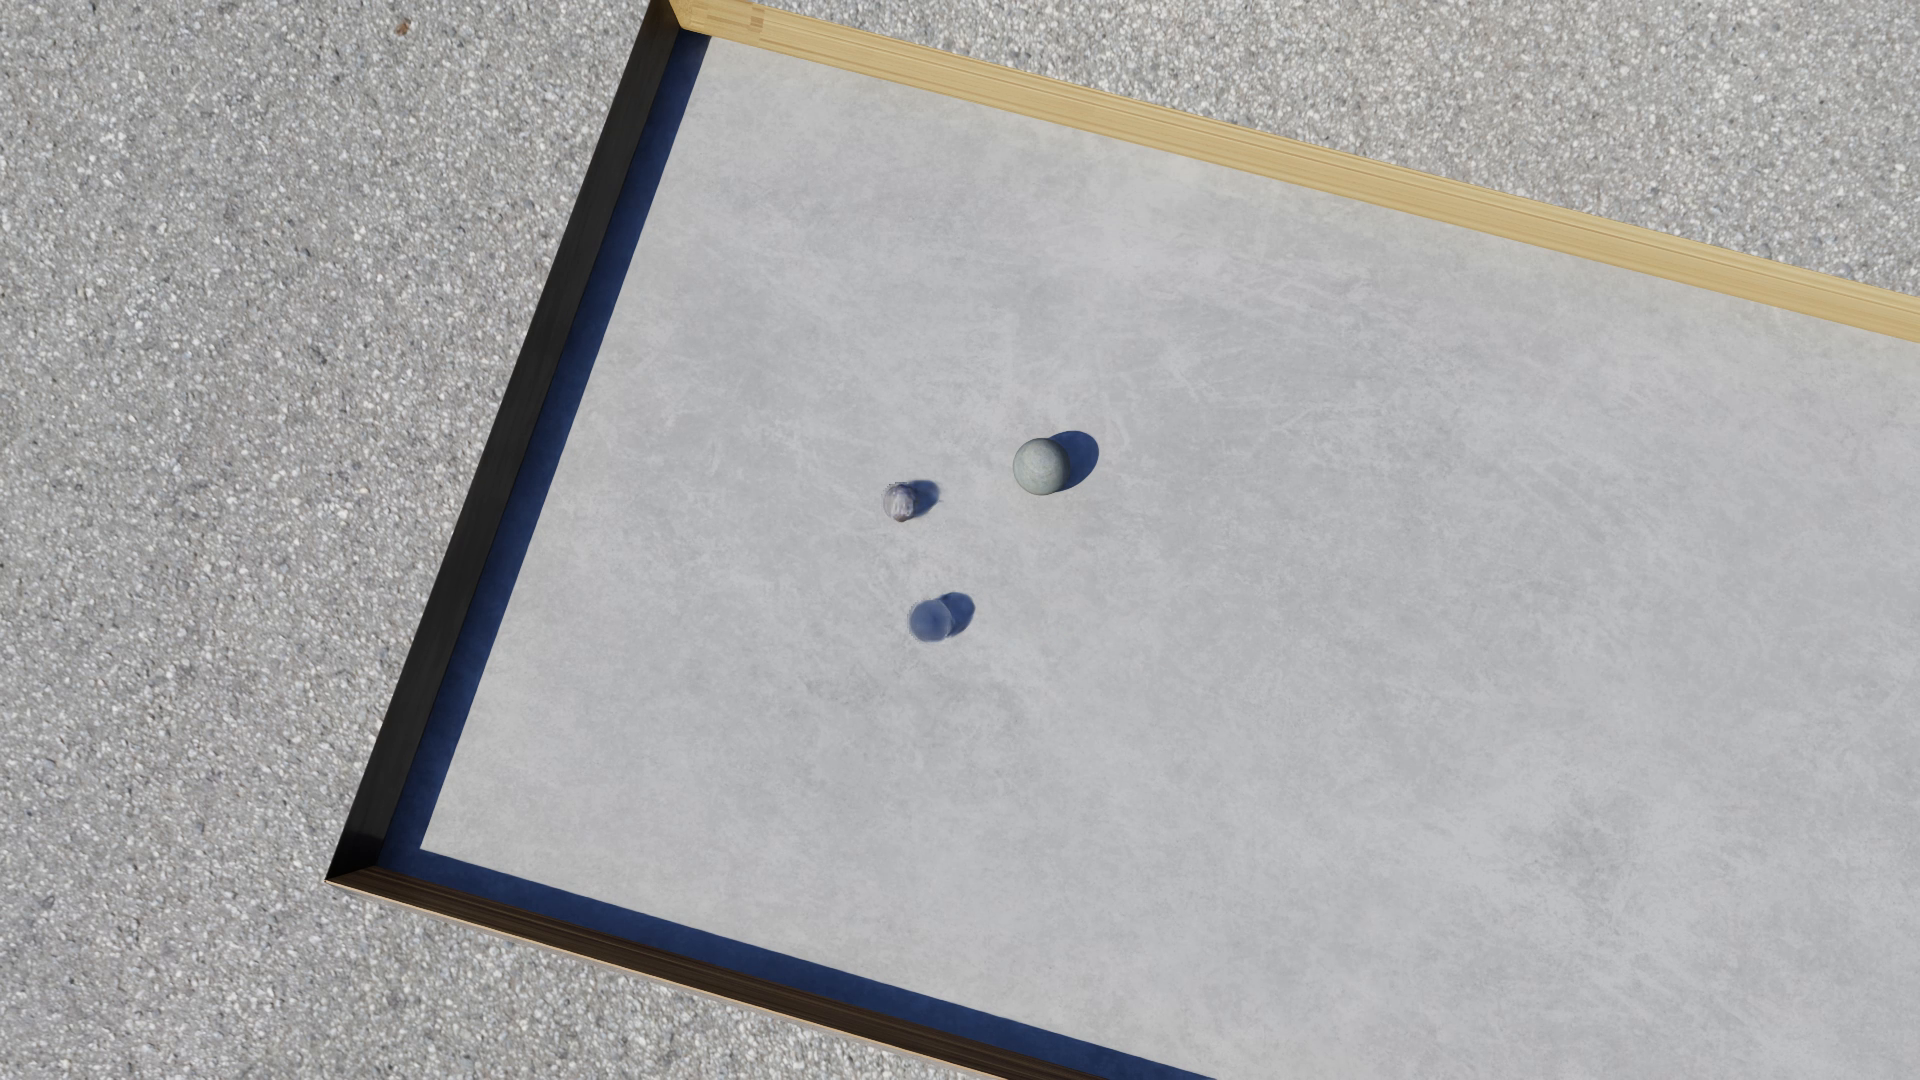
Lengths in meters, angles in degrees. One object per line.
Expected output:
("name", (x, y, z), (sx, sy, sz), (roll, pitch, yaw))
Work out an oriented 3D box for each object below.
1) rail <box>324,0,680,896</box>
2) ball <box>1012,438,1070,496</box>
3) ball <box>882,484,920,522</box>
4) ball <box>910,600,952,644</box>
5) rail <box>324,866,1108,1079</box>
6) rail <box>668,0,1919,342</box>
("rail", (-0.679, -0.191, 3.422), (0.045, 0.117, 1.532), (15, 73, 5))
("ball", (0.127, -0.114, 3.413), (0.090, 0.090, 0.090), (0, 73, 0))
("ball", (-0.091, -0.057, 3.412), (0.058, 0.058, 0.058), (0, 73, 0))
("ball", (-0.044, 0.124, 3.351), (0.066, 0.066, 0.066), (0, 73, 0))
("rail", (0.499, 0.866, 3.092), (2.920, 0.117, 0.045), (15, 73, 5))
("rail", (0.905, -0.497, 3.517), (2.920, 0.117, 0.045), (15, 73, 5))
